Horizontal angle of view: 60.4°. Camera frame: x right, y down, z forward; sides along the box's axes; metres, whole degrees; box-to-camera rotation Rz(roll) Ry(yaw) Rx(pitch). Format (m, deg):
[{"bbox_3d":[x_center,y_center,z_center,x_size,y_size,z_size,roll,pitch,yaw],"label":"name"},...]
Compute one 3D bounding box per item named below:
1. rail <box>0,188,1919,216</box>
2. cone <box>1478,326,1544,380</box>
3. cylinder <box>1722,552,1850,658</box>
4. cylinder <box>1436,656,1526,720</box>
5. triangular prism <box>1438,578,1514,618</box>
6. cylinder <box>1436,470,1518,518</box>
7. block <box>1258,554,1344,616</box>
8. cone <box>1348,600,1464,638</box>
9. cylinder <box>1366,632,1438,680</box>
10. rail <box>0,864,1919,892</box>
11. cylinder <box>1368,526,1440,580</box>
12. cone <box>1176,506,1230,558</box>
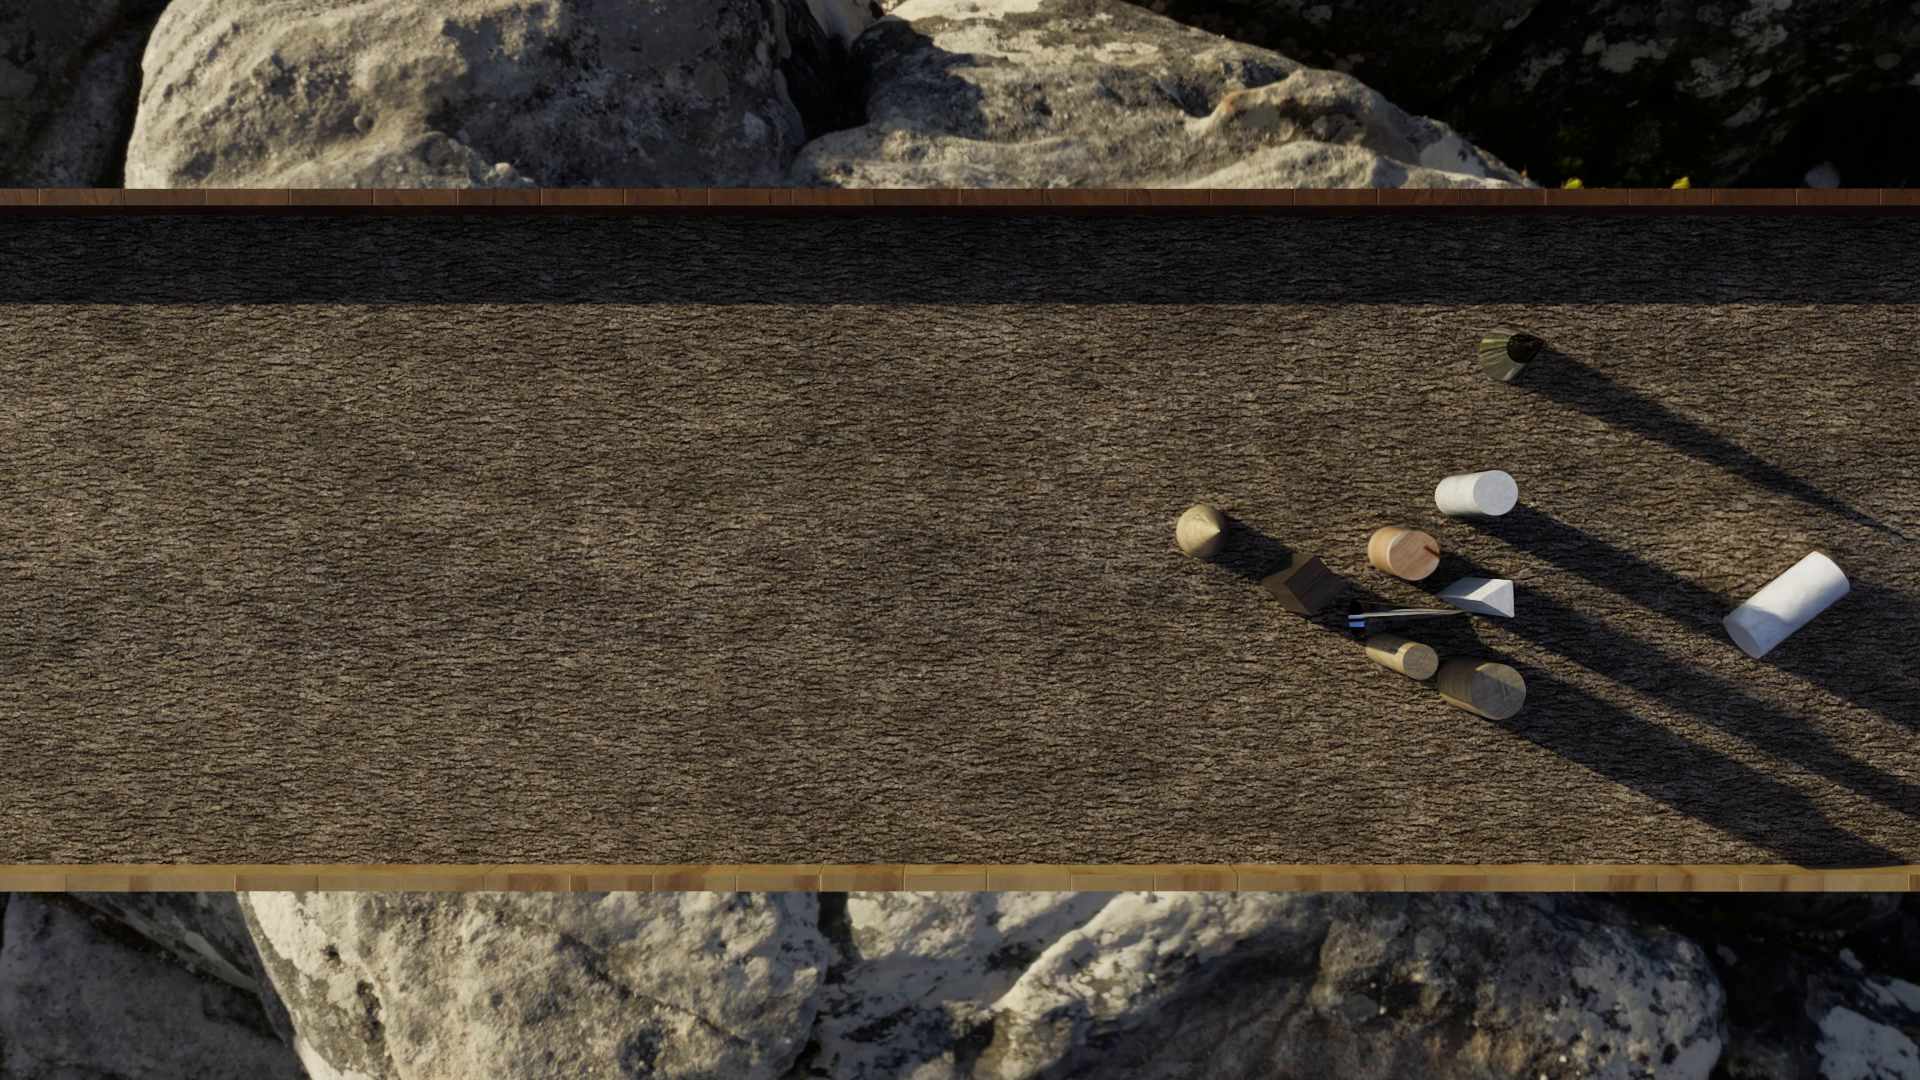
[{"bbox_3d":[-2.247,-1.025,5.002,12.000,0.150,0.050,0,90,0],"label":"rail"},{"bbox_3d":[1.680,-0.573,4.905,0.168,0.342,0.168,0,90,0],"label":"cone"},{"bbox_3d":[2.503,0.197,4.999,0.332,0.154,0.154,-37,90,0],"label":"cylinder"},{"bbox_3d":[1.548,0.437,4.910,0.161,0.332,0.161,0,90,0],"label":"cylinder"},{"bbox_3d":[1.533,0.154,4.859,0.103,0.434,0.089,28,90,0],"label":"triangular prism"},{"bbox_3d":[1.527,-0.135,4.890,0.130,0.373,0.130,0,90,0],"label":"cylinder"},{"bbox_3d":[1.003,0.127,4.876,0.123,0.402,0.123,-42,90,0],"label":"block"},{"bbox_3d":[1.381,0.230,5.048,0.357,0.117,0.117,-4,90,-9],"label":"cone"},{"bbox_3d":[1.300,0.338,4.871,0.102,0.408,0.102,0,92,-1],"label":"cylinder"},{"bbox_3d":[-2.247,1.025,5.001,12.000,0.150,0.050,0,90,0],"label":"rail"},{"bbox_3d":[1.318,0.038,4.914,0.145,0.316,0.145,0,92,3],"label":"cylinder"},{"bbox_3d":[0.748,-0.025,4.908,0.165,0.337,0.165,0,90,0],"label":"cone"}]
